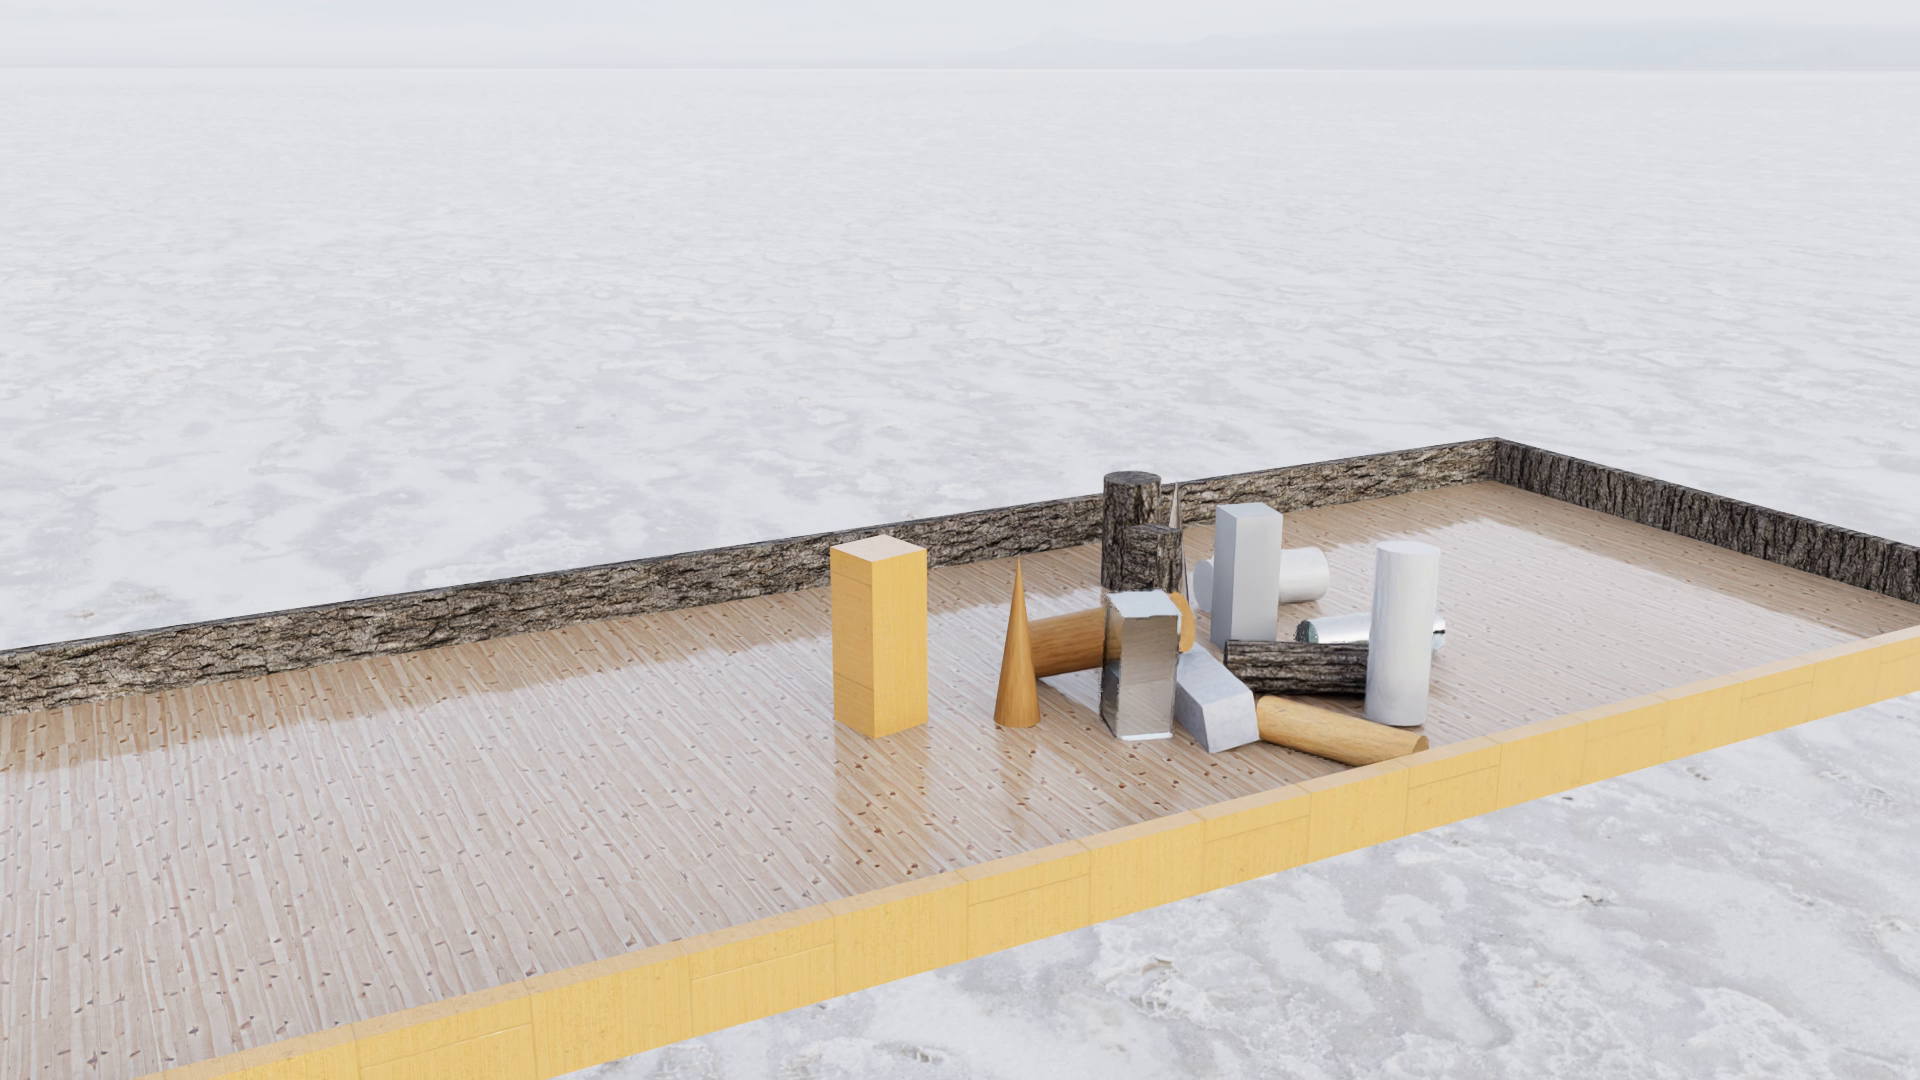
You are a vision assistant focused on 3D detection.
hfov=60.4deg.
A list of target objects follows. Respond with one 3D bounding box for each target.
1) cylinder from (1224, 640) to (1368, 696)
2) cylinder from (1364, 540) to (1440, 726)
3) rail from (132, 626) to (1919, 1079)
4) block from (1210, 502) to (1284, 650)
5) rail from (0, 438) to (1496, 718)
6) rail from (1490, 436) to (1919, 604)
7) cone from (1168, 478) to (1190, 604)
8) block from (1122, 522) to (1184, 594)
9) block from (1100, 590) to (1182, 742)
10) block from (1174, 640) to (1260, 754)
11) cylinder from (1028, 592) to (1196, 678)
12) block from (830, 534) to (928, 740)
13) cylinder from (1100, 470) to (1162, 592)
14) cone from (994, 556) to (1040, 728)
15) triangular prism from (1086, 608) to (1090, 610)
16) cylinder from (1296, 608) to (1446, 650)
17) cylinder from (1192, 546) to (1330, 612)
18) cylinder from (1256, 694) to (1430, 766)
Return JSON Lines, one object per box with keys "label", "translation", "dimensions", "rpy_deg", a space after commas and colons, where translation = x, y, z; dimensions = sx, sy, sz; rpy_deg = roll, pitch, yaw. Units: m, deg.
{"label": "cylinder", "translation": [0.878, 0.317, 4.048], "dimensions": [0.448, 0.129, 0.129], "rpy_deg": [1, 16, 5]}
{"label": "cylinder", "translation": [1.035, 0.218, 3.868], "dimensions": [0.143, 0.411, 0.143], "rpy_deg": [1, 12, 0]}
{"label": "rail", "translation": [-2.336, 1.006, 1.665], "dimensions": [12.000, 0.150, 0.050], "rpy_deg": [-9, 18, -27]}
{"label": "block", "translation": [0.752, 0.102, 4.339], "dimensions": [0.129, 0.376, 0.129], "rpy_deg": [-4, 17, -15]}
{"label": "rail", "translation": [-3.305, 0.497, 3.399], "dimensions": [12.000, 0.150, 0.050], "rpy_deg": [-9, 18, -27]}
{"label": "rail", "translation": [2.466, -0.048, 5.253], "dimensions": [0.050, 0.150, 2.100], "rpy_deg": [-9, 18, -27]}
{"label": "cone", "translation": [0.591, 0.024, 4.548], "dimensions": [0.107, 0.409, 0.107], "rpy_deg": [0, 16, 0]}
{"label": "block", "translation": [0.508, 0.119, 4.397], "dimensions": [0.105, 0.305, 0.105], "rpy_deg": [-10, 19, -43]}
{"label": "block", "translation": [0.413, 0.289, 3.795], "dimensions": [0.135, 0.312, 0.135], "rpy_deg": [-3, 23, -12]}
{"label": "block", "translation": [0.556, 0.351, 3.908], "dimensions": [0.121, 0.121, 0.441], "rpy_deg": [-15, 19, -10]}
{"label": "cylinder", "translation": [0.340, 0.237, 4.027], "dimensions": [0.450, 0.145, 0.145], "rpy_deg": [-14, 6, 34]}
{"label": "block", "translation": [-0.187, 0.222, 3.842], "dimensions": [0.158, 0.426, 0.158], "rpy_deg": [-13, 21, -38]}
{"label": "cylinder", "translation": [0.504, -0.026, 4.865], "dimensions": [0.169, 0.326, 0.169], "rpy_deg": [0, 16, 0]}
{"label": "cone", "translation": [0.136, 0.230, 3.857], "dimensions": [0.113, 0.404, 0.113], "rpy_deg": [0, 16, 0]}
{"label": "triangular prism", "translation": [0.447, 0.255, 4.332], "dimensions": [0.096, 0.083, 0.320], "rpy_deg": [-14, 22, -41]}
{"label": "cylinder", "translation": [1.070, 0.249, 4.297], "dimensions": [0.374, 0.120, 0.120], "rpy_deg": [-5, 17, -18]}
{"label": "cylinder", "translation": [0.858, 0.112, 4.704], "dimensions": [0.357, 0.153, 0.153], "rpy_deg": [-6, 17, -20]}
{"label": "cylinder", "translation": [0.845, 0.438, 3.679], "dimensions": [0.378, 0.102, 0.102], "rpy_deg": [13, 21, 37]}
